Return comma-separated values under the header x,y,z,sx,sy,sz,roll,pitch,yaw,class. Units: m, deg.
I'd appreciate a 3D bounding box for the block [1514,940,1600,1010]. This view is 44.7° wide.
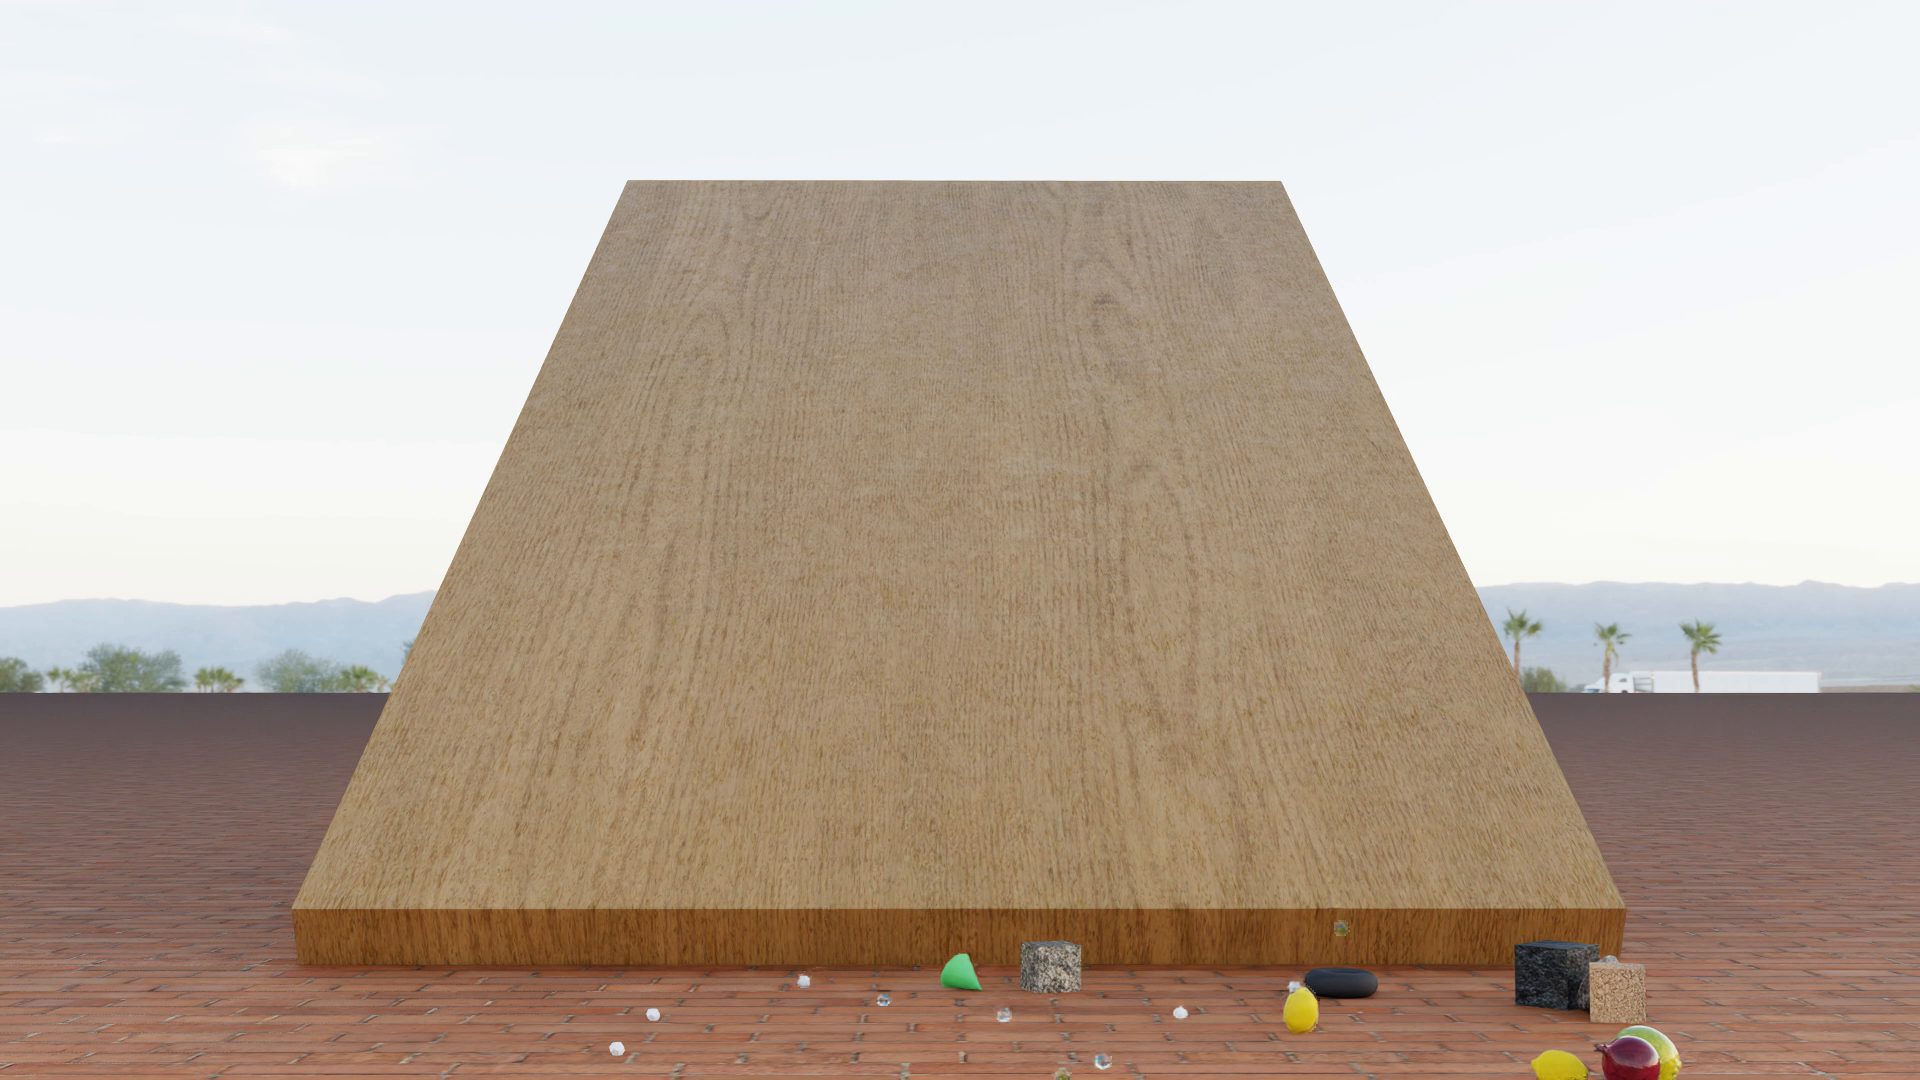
x,y,z,sx,sy,sz,roll,pitch,yaw,class
0.791,0.576,3.089,0.079,0.079,0.079,3,-5,-44,block

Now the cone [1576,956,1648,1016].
x,y,z,sx,sy,sz,roll,pitch,yaw,class
0.854,0.592,3.005,0.082,0.082,0.082,3,22,-43,cone

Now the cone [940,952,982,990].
x,y,z,sx,sy,sz,roll,pitch,yaw,class
0.012,0.613,3.246,0.055,0.055,0.055,31,17,37,cone

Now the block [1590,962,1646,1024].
x,y,z,sx,sy,sz,roll,pitch,yaw,class
0.833,0.574,2.956,0.067,0.067,0.067,-1,-4,14,block

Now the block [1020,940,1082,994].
x,y,z,sx,sy,sz,roll,pitch,yaw,class
0.126,0.593,3.241,0.064,0.064,0.064,1,-4,-21,block

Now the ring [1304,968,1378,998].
x,y,z,sx,sy,sz,roll,pitch,yaw,class
0.521,0.606,3.190,0.100,0.033,0.100,1,-4,0,ring

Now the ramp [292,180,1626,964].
x,y,z,sx,sy,sz,roll,pitch,yaw,class
-0.008,-0.229,5.334,2.000,0.100,4.000,0,24,0,ramp
